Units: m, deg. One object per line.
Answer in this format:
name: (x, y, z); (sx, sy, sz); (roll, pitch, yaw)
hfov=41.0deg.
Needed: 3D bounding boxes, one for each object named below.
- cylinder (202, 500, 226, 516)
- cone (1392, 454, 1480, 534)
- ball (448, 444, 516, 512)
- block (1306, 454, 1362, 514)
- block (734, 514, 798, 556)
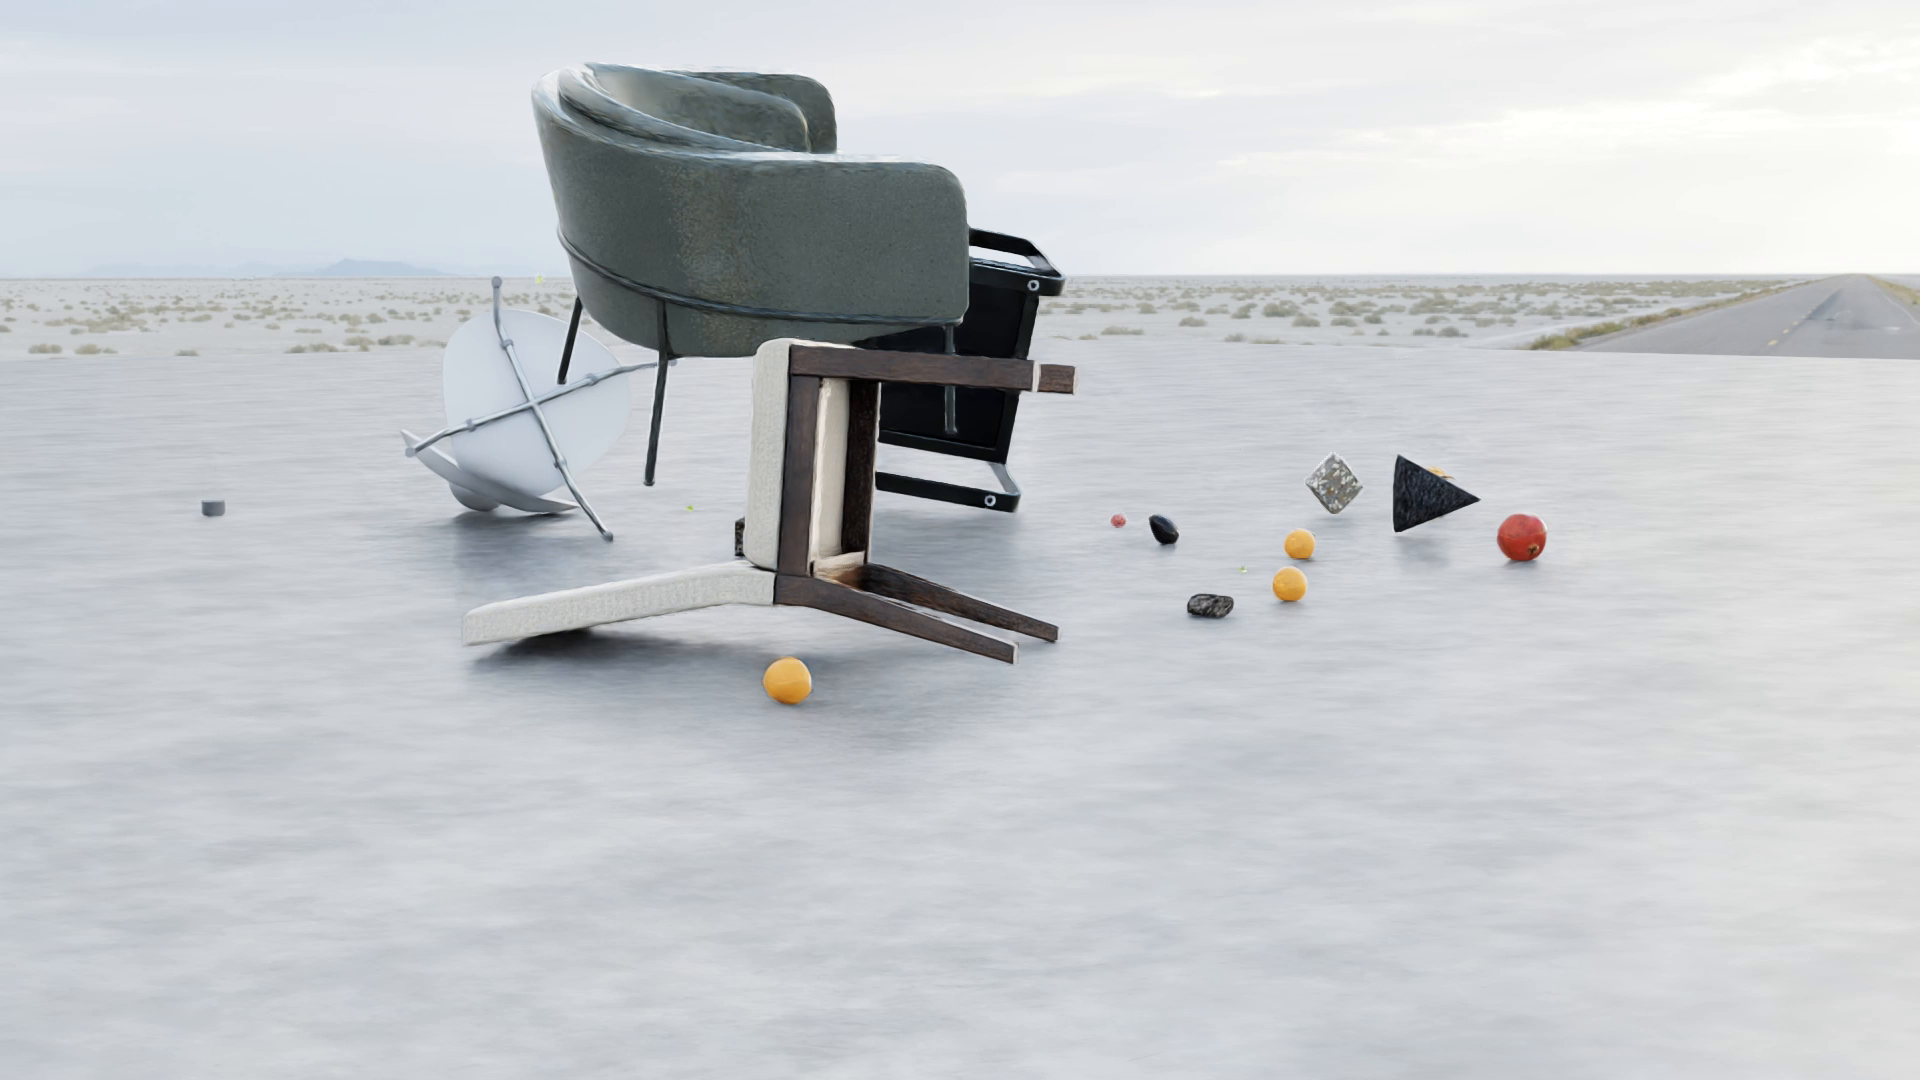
cylinder: (-2.061, -0.089, 7.086); (0.060, 0.038, 0.084); (1, 6, 0)
cone: (1.216, -0.109, 6.506); (0.216, 0.205, 0.097); (5, 13, 23)
ball: (-1.340, -0.177, 7.195); (0.191, 0.191, 0.191); (0, 6, 0)
block: (1.030, -0.152, 7.065); (0.109, 0.119, 0.049); (-44, 29, -4)
block: (-0.461, -0.012, 6.130); (0.122, 0.081, 0.168); (1, 6, 7)
